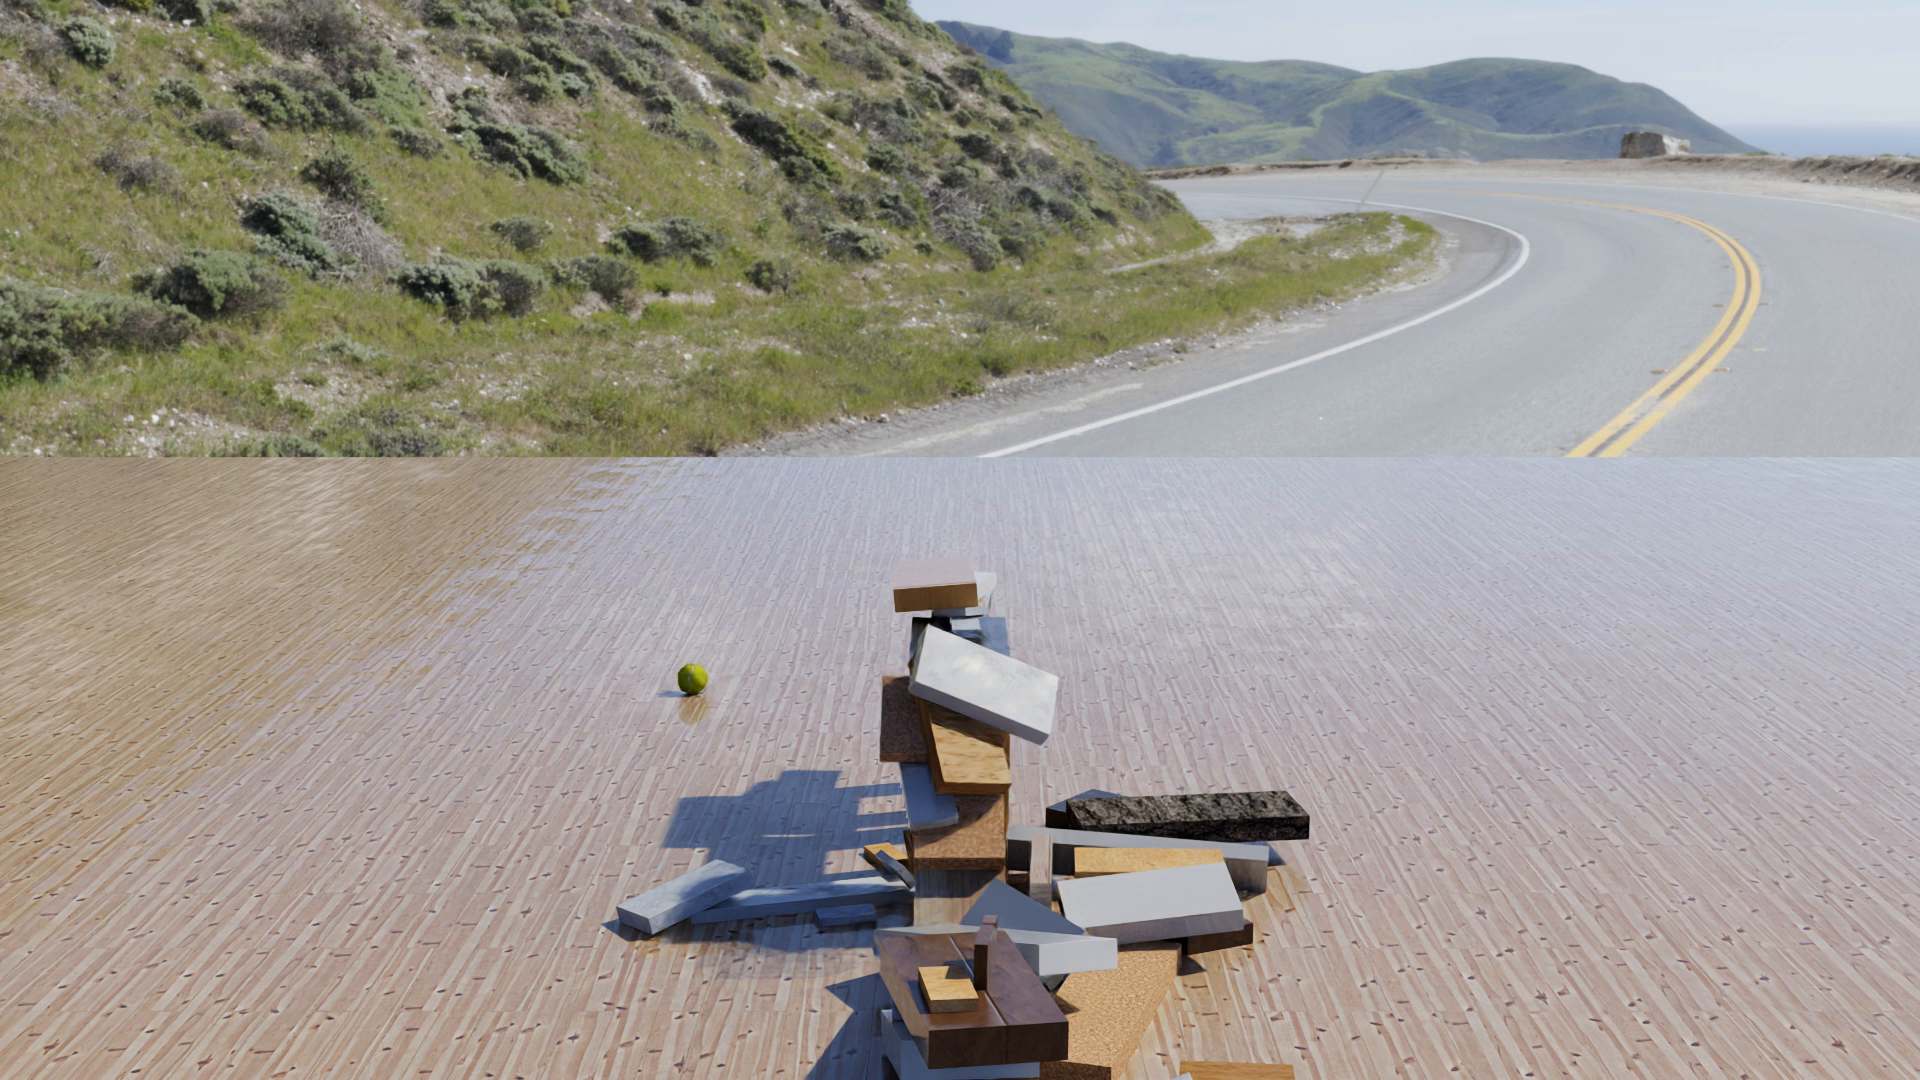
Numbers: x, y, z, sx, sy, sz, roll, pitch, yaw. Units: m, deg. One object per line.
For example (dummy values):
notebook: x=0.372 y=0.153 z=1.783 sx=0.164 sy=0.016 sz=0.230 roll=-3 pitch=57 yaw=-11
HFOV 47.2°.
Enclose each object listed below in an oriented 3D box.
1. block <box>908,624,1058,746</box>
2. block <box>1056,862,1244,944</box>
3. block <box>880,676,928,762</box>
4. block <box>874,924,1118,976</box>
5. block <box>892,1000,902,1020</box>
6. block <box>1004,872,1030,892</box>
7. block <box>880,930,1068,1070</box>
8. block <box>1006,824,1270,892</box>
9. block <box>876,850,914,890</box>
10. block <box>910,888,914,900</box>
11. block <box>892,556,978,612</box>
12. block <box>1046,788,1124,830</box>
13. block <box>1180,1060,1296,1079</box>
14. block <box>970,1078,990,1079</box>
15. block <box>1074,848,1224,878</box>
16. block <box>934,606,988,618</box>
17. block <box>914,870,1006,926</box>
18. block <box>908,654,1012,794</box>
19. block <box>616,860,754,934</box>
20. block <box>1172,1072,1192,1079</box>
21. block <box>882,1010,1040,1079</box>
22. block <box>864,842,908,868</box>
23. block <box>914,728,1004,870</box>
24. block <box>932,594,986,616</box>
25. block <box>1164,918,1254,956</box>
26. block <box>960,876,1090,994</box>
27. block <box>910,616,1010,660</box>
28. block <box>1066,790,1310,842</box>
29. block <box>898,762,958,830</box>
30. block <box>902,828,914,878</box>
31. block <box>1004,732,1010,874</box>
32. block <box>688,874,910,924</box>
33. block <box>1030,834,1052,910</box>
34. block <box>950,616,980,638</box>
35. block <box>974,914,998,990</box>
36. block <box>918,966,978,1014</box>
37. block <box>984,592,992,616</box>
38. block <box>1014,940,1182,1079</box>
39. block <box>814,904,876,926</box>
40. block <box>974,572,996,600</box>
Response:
block: x=0.039 y=0.233 z=3.551 sx=0.238 sy=0.034 sz=0.119 roll=23 pitch=47 yaw=-12
block: x=0.290 y=0.561 z=3.380 sx=0.266 sy=0.038 sz=0.133 roll=-6 pitch=25 yaw=-4
block: x=-0.089 y=0.288 z=3.546 sx=0.075 sy=0.021 sz=0.150 roll=0 pitch=52 yaw=1
block: x=0.047 y=0.591 z=3.184 sx=0.148 sy=0.042 sz=0.365 roll=4 pitch=-7 yaw=-40
block: x=-0.007 y=0.627 z=3.082 sx=0.171 sy=0.049 sz=0.343 roll=0 pitch=-6 yaw=-1
block: x=0.098 y=0.576 z=3.704 sx=0.096 sy=0.014 sz=0.048 roll=-2 pitch=11 yaw=-12
block: x=0.011 y=0.579 z=2.795 sx=0.171 sy=0.049 sz=0.343 roll=-1 pitch=9 yaw=-12
block: x=0.295 y=0.532 z=3.677 sx=0.434 sy=0.099 sz=0.028 roll=4 pitch=51 yaw=8
block: x=-0.106 y=0.558 z=3.715 sx=0.014 sy=0.048 sz=0.096 roll=-42 pitch=24 yaw=-14
block: x=-0.030 y=0.587 z=3.647 sx=0.096 sy=0.014 sz=0.048 roll=4 pitch=11 yaw=22
block: x=-0.049 y=0.080 z=4.097 sx=0.150 sy=0.042 sz=0.300 roll=-4 pitch=9 yaw=-1
block: x=0.320 y=0.513 z=3.965 sx=0.300 sy=0.042 sz=0.150 roll=8 pitch=13 yaw=38
block: x=0.351 y=0.737 z=2.761 sx=0.148 sy=0.042 sz=0.297 roll=1 pitch=11 yaw=5
block: x=-0.020 y=0.723 z=2.630 sx=0.148 sy=0.042 sz=0.297 roll=6 pitch=12 yaw=30
block: x=0.304 y=0.530 z=3.529 sx=0.239 sy=0.034 sz=0.119 roll=0 pitch=11 yaw=2
block: x=0.002 y=0.129 z=3.956 sx=0.051 sy=0.014 sz=0.102 roll=-4 pitch=-1 yaw=-35
block: x=-0.001 y=0.521 z=3.494 sx=0.142 sy=0.040 sz=0.283 roll=0 pitch=46 yaw=0
block: x=-0.002 y=0.294 z=3.529 sx=0.119 sy=0.238 sz=0.034 roll=4 pitch=-36 yaw=-25
block: x=-0.444 y=0.575 z=3.554 sx=0.199 sy=0.028 sz=0.099 roll=-21 pitch=17 yaw=-36
block: x=0.242 y=0.718 z=2.798 sx=0.117 sy=0.017 sz=0.058 roll=-25 pitch=7 yaw=9
block: x=-0.006 y=0.657 z=2.881 sx=0.171 sy=0.049 sz=0.343 roll=0 pitch=-6 yaw=-6
block: x=-0.129 y=0.551 z=3.841 sx=0.047 sy=0.013 sz=0.094 roll=-5 pitch=12 yaw=-24
block: x=-0.001 y=0.394 z=3.535 sx=0.142 sy=0.040 sz=0.283 roll=0 pitch=54 yaw=0
block: x=-0.002 y=0.133 z=4.166 sx=0.095 sy=0.027 sz=0.191 roll=0 pitch=10 yaw=2
block: x=0.354 y=0.600 z=3.521 sx=0.119 sy=0.034 sz=0.239 roll=-5 pitch=12 yaw=-25
block: x=0.096 y=0.594 z=3.318 sx=0.199 sy=0.028 sz=0.099 roll=24 pitch=68 yaw=43
block: x=-0.001 y=0.194 z=3.829 sx=0.168 sy=0.048 sz=0.337 roll=0 pitch=11 yaw=0
block: x=0.397 y=0.490 z=3.860 sx=0.401 sy=0.042 sz=0.150 roll=-1 pitch=11 yaw=-8
block: x=-0.053 y=0.387 z=3.502 sx=0.075 sy=0.021 sz=0.150 roll=-8 pitch=54 yaw=-6
block: x=-0.070 y=0.532 z=3.725 sx=0.013 sy=0.094 sz=0.047 roll=-7 pitch=4 yaw=36
block: x=-0.001 y=0.403 z=3.756 sx=0.168 sy=0.337 sz=0.048 roll=0 pitch=11 yaw=-1
block: x=-0.268 y=0.590 z=3.612 sx=0.364 sy=0.021 sz=0.075 roll=-3 pitch=11 yaw=-17
block: x=0.129 y=0.562 z=3.492 sx=0.034 sy=0.119 sz=0.238 roll=1 pitch=11 yaw=3
block: x=0.009 y=0.153 z=3.879 sx=0.051 sy=0.014 sz=0.102 roll=-1 pitch=11 yaw=-3
block: x=0.033 y=0.524 z=2.800 sx=0.017 sy=0.058 sz=0.117 roll=2 pitch=9 yaw=7
block: x=-0.015 y=0.556 z=2.725 sx=0.059 sy=0.017 sz=0.117 roll=-1 pitch=9 yaw=-9
block: x=0.006 y=0.140 z=4.280 sx=0.095 sy=0.027 sz=0.258 roll=1 pitch=11 yaw=4
block: x=0.205 y=0.669 z=3.143 sx=0.133 sy=0.038 sz=0.471 roll=3 pitch=11 yaw=17
block: x=-0.185 y=0.605 z=3.550 sx=0.094 sy=0.013 sz=0.047 roll=-3 pitch=11 yaw=-14
block: x=-0.001 y=0.092 z=4.241 sx=0.095 sy=0.027 sz=0.191 roll=3 pitch=11 yaw=15
